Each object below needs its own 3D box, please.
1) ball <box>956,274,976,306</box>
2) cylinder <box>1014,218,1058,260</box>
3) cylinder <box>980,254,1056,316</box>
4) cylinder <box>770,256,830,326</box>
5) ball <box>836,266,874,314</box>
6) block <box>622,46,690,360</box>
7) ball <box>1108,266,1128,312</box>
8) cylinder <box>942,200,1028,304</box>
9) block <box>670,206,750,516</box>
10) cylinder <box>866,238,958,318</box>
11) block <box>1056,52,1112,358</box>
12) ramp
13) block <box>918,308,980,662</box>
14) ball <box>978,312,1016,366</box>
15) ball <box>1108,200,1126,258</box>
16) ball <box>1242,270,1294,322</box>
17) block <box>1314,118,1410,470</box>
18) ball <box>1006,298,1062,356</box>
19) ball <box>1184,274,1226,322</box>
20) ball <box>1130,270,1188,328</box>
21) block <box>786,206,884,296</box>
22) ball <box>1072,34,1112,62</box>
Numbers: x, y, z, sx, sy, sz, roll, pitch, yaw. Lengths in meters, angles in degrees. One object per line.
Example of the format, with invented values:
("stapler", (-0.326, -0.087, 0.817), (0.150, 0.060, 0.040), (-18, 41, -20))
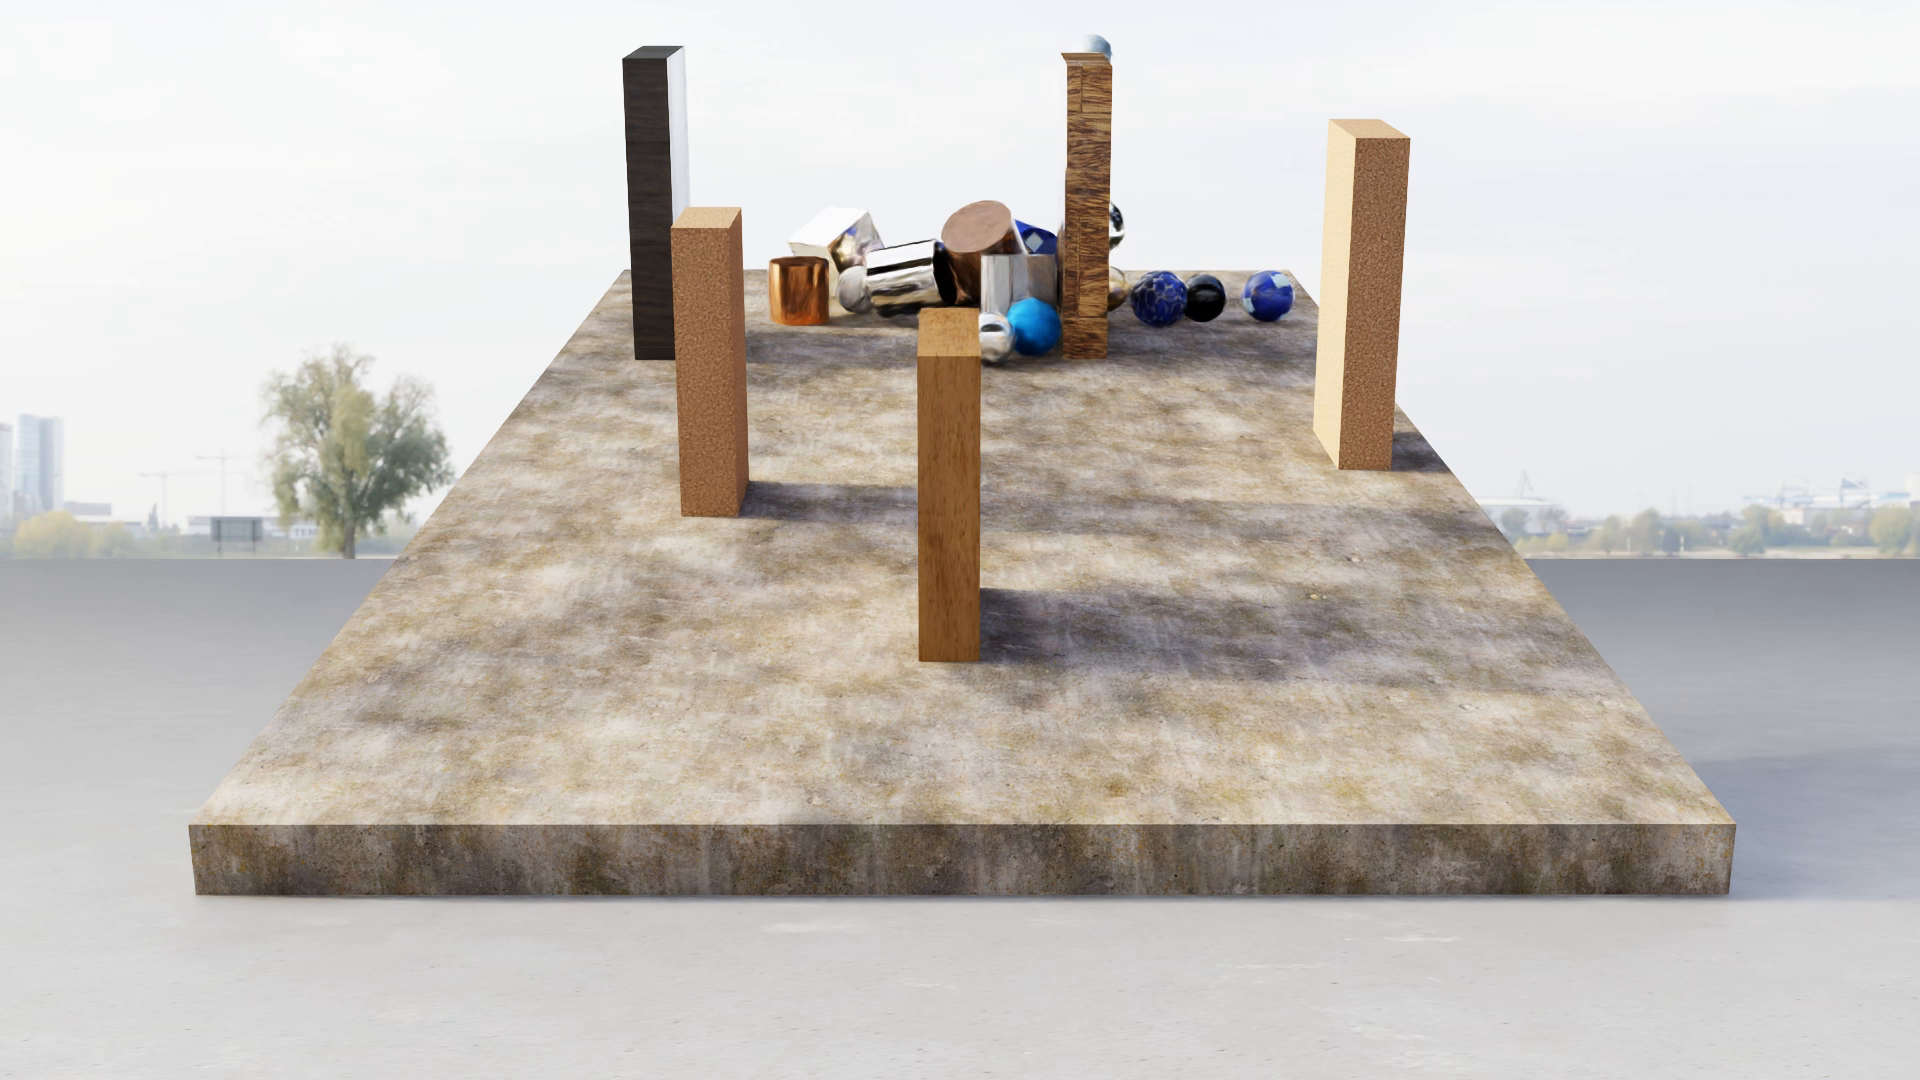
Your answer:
("ball", (0.013, -0.718, 6.135), (0.145, 0.145, 0.145), (0, 0, 0))
("cylinder", (0.168, -0.795, 6.284), (0.204, 0.204, 0.204), (0, 16, -23))
("cylinder", (0.150, -0.633, 5.694), (0.193, 0.193, 0.193), (-1, 9, 0))
("cylinder", (-0.429, -0.667, 5.946), (0.158, 0.158, 0.158), (0, 17, 0))
("ball", (-0.272, -0.676, 6.024), (0.130, 0.130, 0.130), (0, 0, 0))
("block", (-0.751, -0.850, 5.570), (0.108, 0.730, 0.375), (0, 17, 0))
("ball", (0.393, -0.680, 6.011), (0.126, 0.126, 0.126), (0, 0, 0))
("cylinder", (0.073, -0.759, 5.882), (0.195, 0.195, 0.195), (0, -38, 23))
("block", (-0.473, -0.343, 4.242), (0.106, 0.547, 0.252), (0, 17, 0))
("cylinder", (-0.126, -0.695, 5.906), (0.186, 0.186, 0.186), (-8, -3, 19))
("block", (0.309, -0.847, 5.595), (0.108, 0.711, 0.392), (0, 17, 0))
("ramp", (-0.003, -0.176, 4.799), (2.000, 0.100, 4.000), (0, 17, 0))
("block", (-0.017, -0.096, 3.554), (0.095, 0.483, 0.365), (0, 17, 0))
("ball", (0.072, -0.491, 5.424), (0.132, 0.132, 0.132), (0, 0, 0))
("ball", (0.353, -0.825, 5.898), (0.175, 0.175, 0.175), (0, 0, 0))
("ball", (0.821, -0.650, 5.926), (0.140, 0.140, 0.140), (0, 0, 0))
("block", (0.823, -0.511, 4.584), (0.107, 0.669, 0.327), (0, 17, 0))
("ball", (0.179, -0.525, 5.505), (0.144, 0.144, 0.144), (0, 0, 0))
("ball", (0.646, -0.646, 5.931), (0.130, 0.130, 0.130), (0, 0, 0))
("ball", (0.524, -0.635, 5.860), (0.151, 0.151, 0.151), (0, 0, 0))
("block", (-0.335, -0.802, 6.193), (0.174, 0.174, 0.174), (14, 49, 46))
("ball", (0.379, -1.396, 6.399), (0.117, 0.117, 0.117), (0, 0, 0))
